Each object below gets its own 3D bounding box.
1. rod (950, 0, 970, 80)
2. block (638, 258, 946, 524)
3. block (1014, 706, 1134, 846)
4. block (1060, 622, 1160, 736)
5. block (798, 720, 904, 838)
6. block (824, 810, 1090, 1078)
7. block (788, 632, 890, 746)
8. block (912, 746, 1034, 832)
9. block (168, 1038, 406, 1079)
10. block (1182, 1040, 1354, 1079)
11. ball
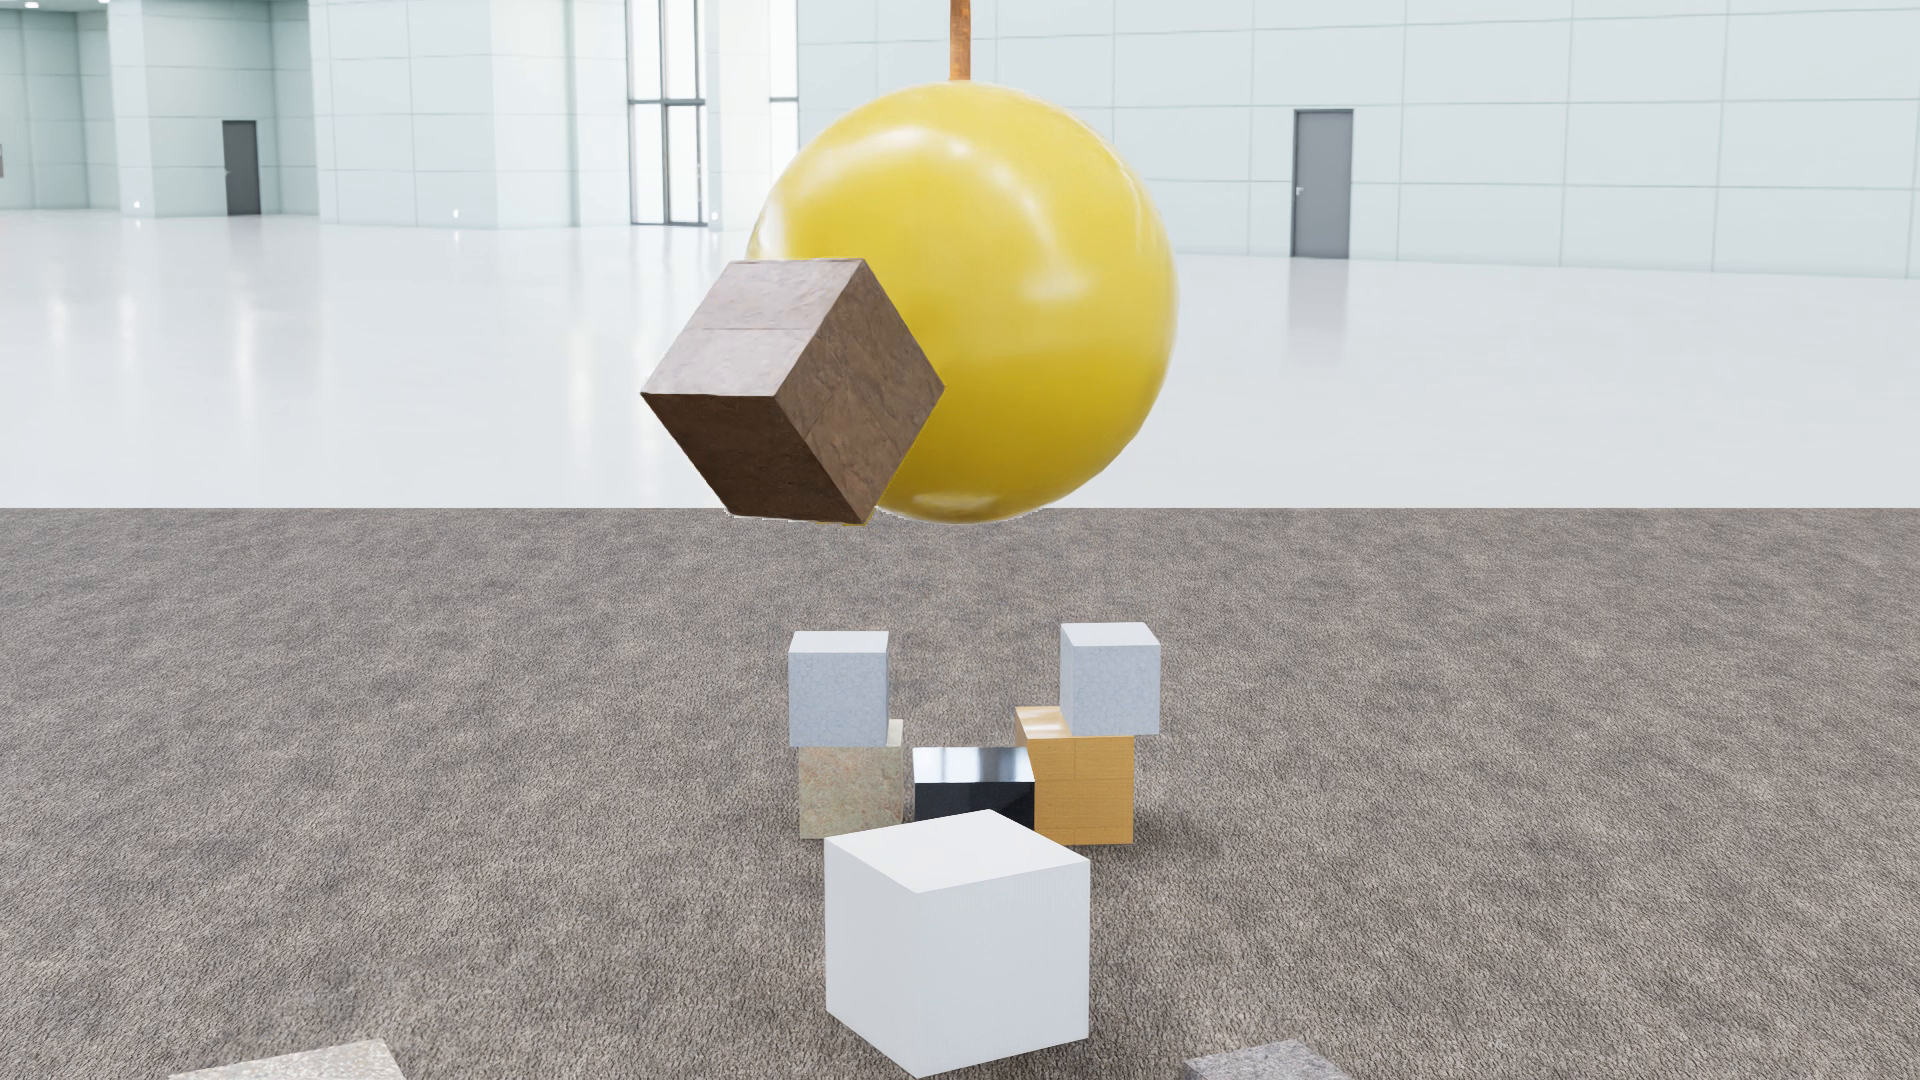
[{"bbox_3d":[0.000,-4.068,9.135,0.080,5.200,0.080,0,-19,0],"label":"rod"},{"bbox_3d":[-0.435,-0.397,5.817,0.472,0.482,0.489,4,52,38],"label":"block"},{"bbox_3d":[0.582,1.208,11.364,0.538,0.558,0.630,-1,10,-4],"label":"block"},{"bbox_3d":[0.764,0.707,11.265,0.438,0.462,0.520,-1,10,-4],"label":"block"},{"bbox_3d":[-0.558,1.235,11.417,0.515,0.485,0.529,0,10,0],"label":"block"},{"bbox_3d":[-0.019,1.586,8.787,0.776,0.735,0.768,-6,12,-29],"label":"block"},{"bbox_3d":[-0.617,0.761,11.300,0.488,0.490,0.480,0,10,0],"label":"block"},{"bbox_3d":[0.059,1.348,10.599,0.559,0.555,0.593,0,10,-2],"label":"block"},{"bbox_3d":[-2.000,2.000,6.666,0.649,0.679,0.624,-5,11,-26],"label":"block"},{"bbox_3d":[1.048,1.994,7.456,0.450,0.408,0.400,-5,11,-24],"label":"block"},{"bbox_3d":[0.000,-0.859,8.012,1.600,1.600,1.600,0,10,0],"label":"ball"}]
